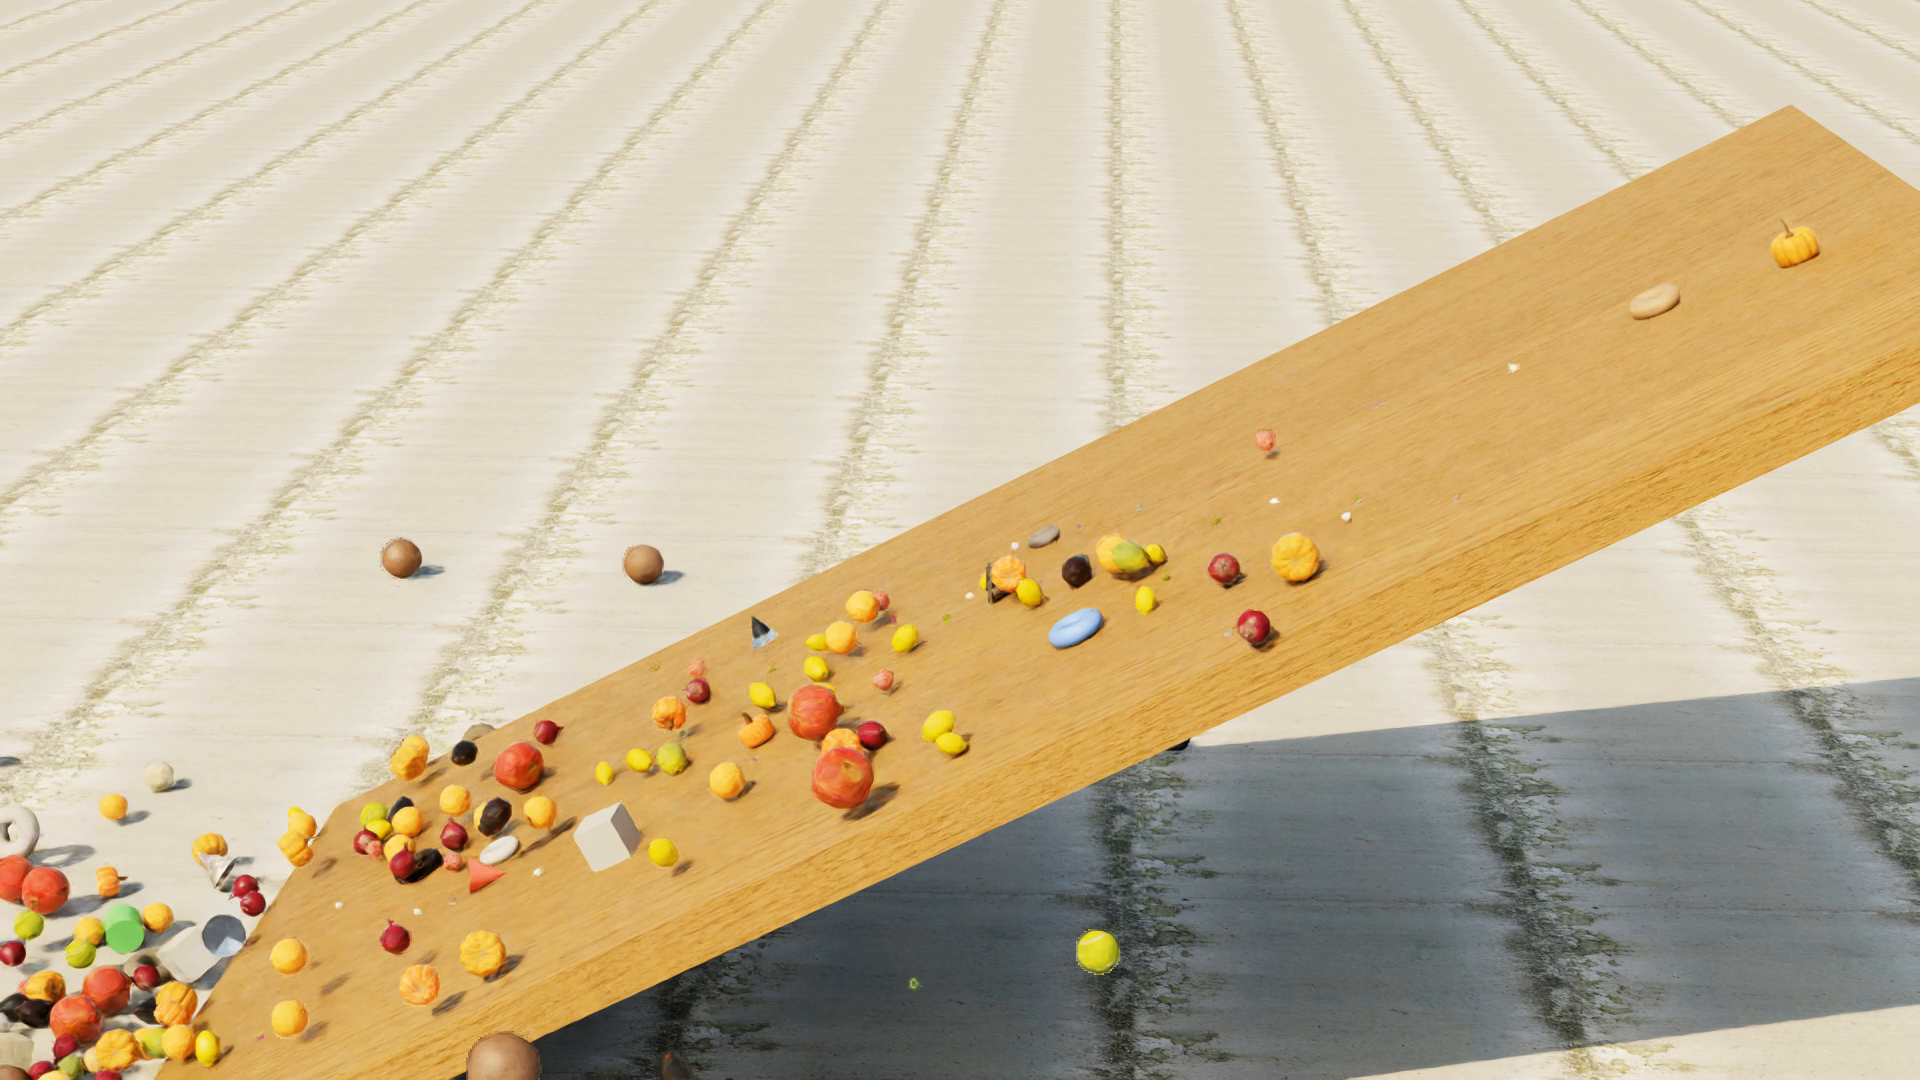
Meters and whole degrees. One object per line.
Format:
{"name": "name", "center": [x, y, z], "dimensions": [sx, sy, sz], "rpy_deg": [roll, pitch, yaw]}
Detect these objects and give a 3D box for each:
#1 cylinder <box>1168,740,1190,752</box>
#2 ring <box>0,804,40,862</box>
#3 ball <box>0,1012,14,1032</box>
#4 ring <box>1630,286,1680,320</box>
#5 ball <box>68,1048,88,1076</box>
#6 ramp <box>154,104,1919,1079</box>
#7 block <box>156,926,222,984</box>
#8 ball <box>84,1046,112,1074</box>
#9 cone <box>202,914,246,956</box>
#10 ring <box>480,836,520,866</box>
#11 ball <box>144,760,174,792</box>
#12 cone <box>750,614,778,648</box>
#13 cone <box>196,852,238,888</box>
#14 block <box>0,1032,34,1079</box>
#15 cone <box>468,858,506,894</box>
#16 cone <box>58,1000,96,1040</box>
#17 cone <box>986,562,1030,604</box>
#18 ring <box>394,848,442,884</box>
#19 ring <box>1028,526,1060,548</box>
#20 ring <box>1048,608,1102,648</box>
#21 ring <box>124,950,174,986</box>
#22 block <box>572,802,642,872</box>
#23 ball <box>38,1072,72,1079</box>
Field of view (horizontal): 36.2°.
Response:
{"name": "cylinder", "center": [0.581, 0.542, 8.168], "dimensions": [0.083, 0.083, 0.083], "rpy_deg": [16, 2, 43]}
{"name": "ring", "center": [-2.373, 0.735, 7.370], "dimensions": [0.146, 0.146, 0.049], "rpy_deg": [6, -4, 19]}
{"name": "ball", "center": [-2.124, 1.075, 6.476], "dimensions": [0.075, 0.075, 0.075], "rpy_deg": [0, 17, 0]}
{"name": "ring", "center": [1.393, -0.477, 5.901], "dimensions": [0.106, 0.035, 0.106], "rpy_deg": [-26, 15, 7]}
{"name": "ball", "center": [-1.896, 1.126, 6.343], "dimensions": [0.056, 0.056, 0.056], "rpy_deg": [0, 17, 0]}
{"name": "ramp", "center": [0.140, 0.168, 6.281], "dimensions": [4.000, 0.100, 2.000], "rpy_deg": [-26, 14, 10]}
{"name": "block", "center": [-1.770, 0.953, 6.749], "dimensions": [0.092, 0.092, 0.092], "rpy_deg": [-42, 15, -31]}
{"name": "ball", "center": [-1.848, 1.115, 6.305], "dimensions": [0.060, 0.060, 0.060], "rpy_deg": [0, 17, 0]}
{"name": "cone", "center": [-1.683, 0.908, 6.747], "dimensions": [0.097, 0.097, 0.097], "rpy_deg": [-2, -9, -8]}
{"name": "ring", "center": [-0.997, 0.674, 6.375], "dimensions": [0.094, 0.031, 0.094], "rpy_deg": [-26, 15, 7]}
{"name": "ball", "center": [-2.155, 0.635, 7.915], "dimensions": [0.081, 0.081, 0.081], "rpy_deg": [0, 17, 0]}
{"name": "cone", "center": [-0.478, 0.208, 6.970], "dimensions": [0.072, 0.072, 0.072], "rpy_deg": [-26, 14, 7]}
{"name": "cone", "center": [-1.853, 0.798, 7.278], "dimensions": [0.090, 0.090, 0.090], "rpy_deg": [35, 21, 1]}
{"name": "block", "center": [-2.029, 1.094, 6.242], "dimensions": [0.084, 0.084, 0.084], "rpy_deg": [11, -4, -42]}
{"name": "cone", "center": [-1.003, 0.710, 6.247], "dimensions": [0.077, 0.077, 0.077], "rpy_deg": [-3, 17, -9]}
{"name": "cone", "center": [-1.963, 1.056, 6.530], "dimensions": [0.081, 0.081, 0.081], "rpy_deg": [0, 17, 0]}
{"name": "cone", "center": [0.108, 0.091, 6.323], "dimensions": [0.090, 0.090, 0.090], "rpy_deg": [-2, 17, -8]}
{"name": "ring", "center": [-1.214, 0.729, 6.580], "dimensions": [0.116, 0.039, 0.116], "rpy_deg": [-25, 14, 7]}
{"name": "ring", "center": [0.187, -0.007, 6.556], "dimensions": [0.078, 0.026, 0.078], "rpy_deg": [-27, 12, 6]}
{"name": "ring", "center": [0.228, 0.173, 5.796], "dimensions": [0.116, 0.039, 0.116], "rpy_deg": [-28, 13, 7]}
{"name": "ring", "center": [-1.864, 0.989, 6.809], "dimensions": [0.139, 0.046, 0.139], "rpy_deg": [2, 18, -1]}
{"name": "block", "center": [-0.713, 0.602, 5.959], "dimensions": [0.090, 0.090, 0.090], "rpy_deg": [-24, 14, 16]}
{"name": "ball", "center": [-1.902, 1.159, 6.183], "dimensions": [0.085, 0.085, 0.085], "rpy_deg": [0, 17, 0]}
